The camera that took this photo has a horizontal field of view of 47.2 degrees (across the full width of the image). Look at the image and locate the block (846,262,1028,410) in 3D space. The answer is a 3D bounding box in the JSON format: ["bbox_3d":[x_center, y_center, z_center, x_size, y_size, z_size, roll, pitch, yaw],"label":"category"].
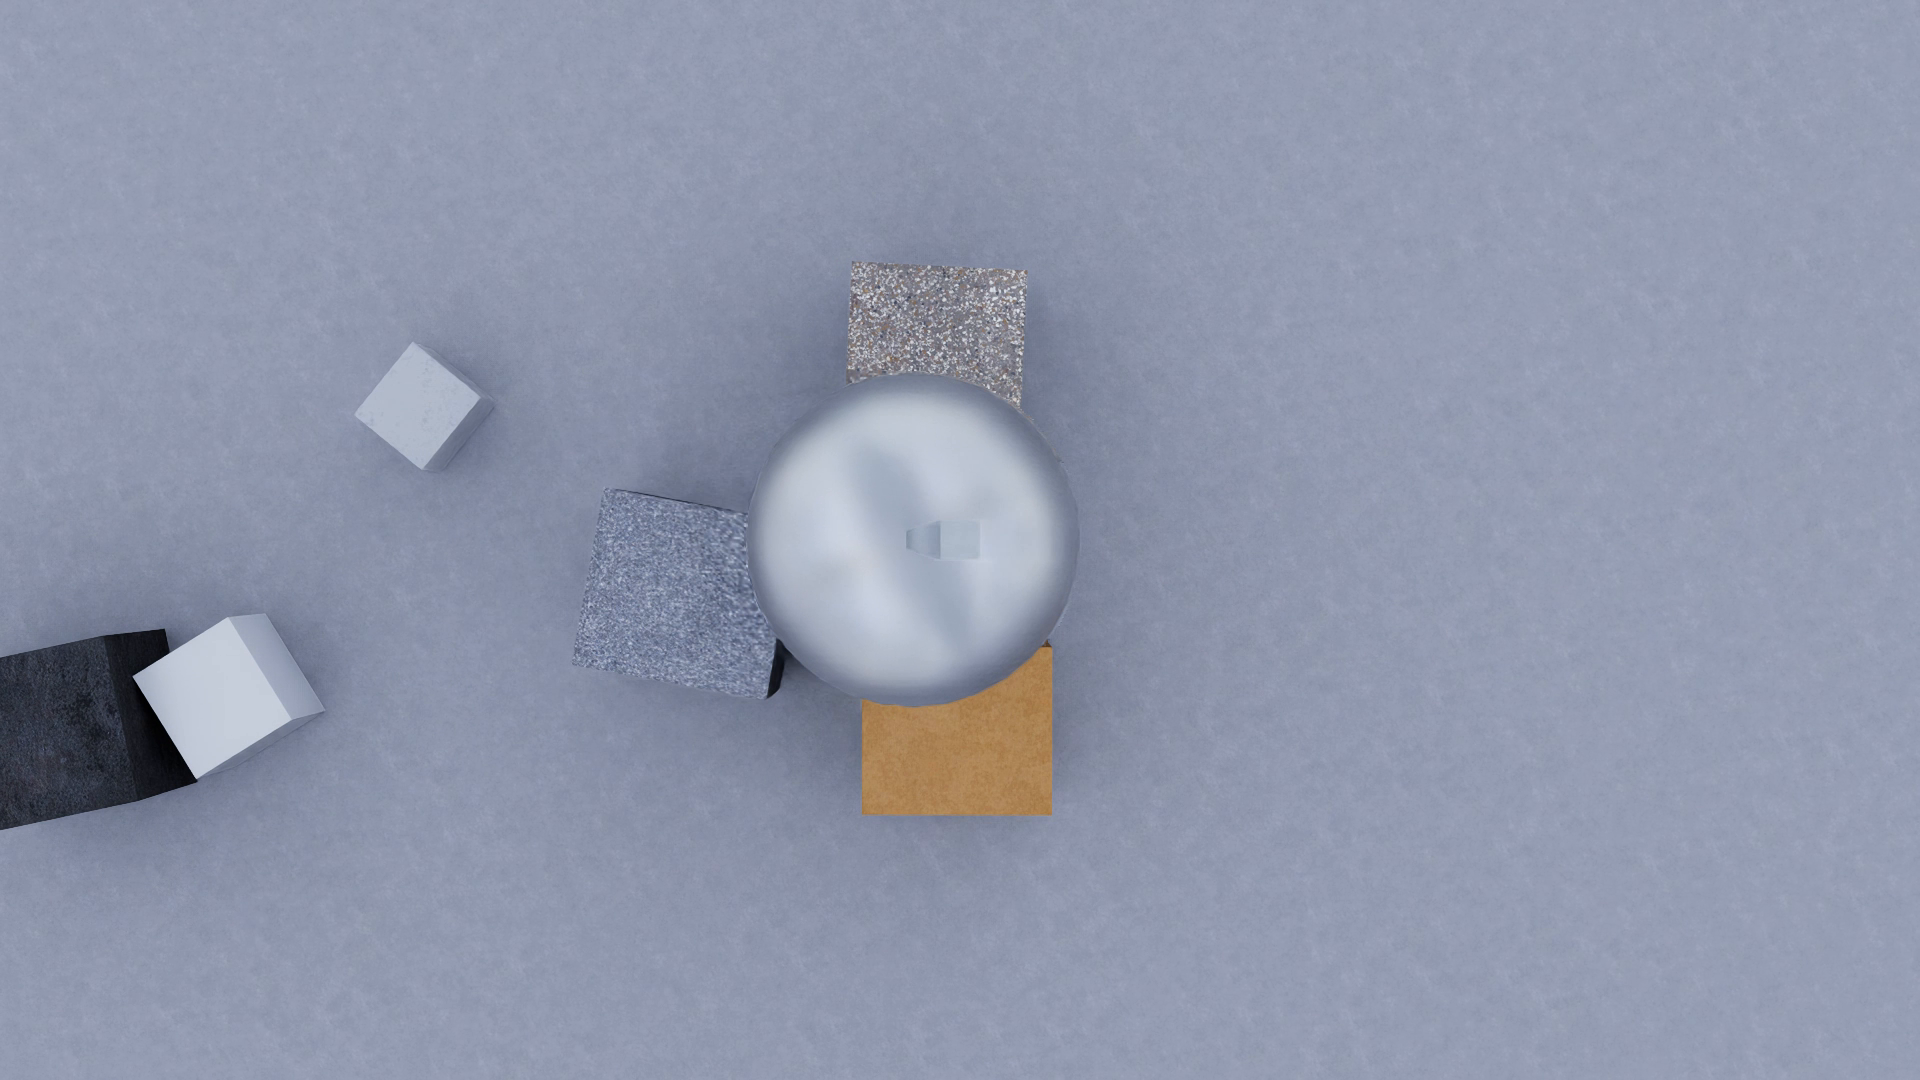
[{"bbox_3d":[-0.139,-0.981,12.558,0.969,0.885,1.060,3,90,0],"label":"block"}]

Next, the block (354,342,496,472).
[{"bbox_3d":[-3.097,-0.765,12.773,0.501,0.454,0.535,39,90,0],"label":"block"}]

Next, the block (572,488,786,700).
[{"bbox_3d":[-1.509,0.295,12.531,1.086,0.938,0.990,10,90,0],"label":"block"}]

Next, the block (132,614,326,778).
[{"bbox_3d":[-4.195,0.887,12.667,0.630,0.665,0.677,-32,90,0],"label":"block"}]

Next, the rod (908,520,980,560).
[{"bbox_3d":[-0.096,0.000,7.119,0.080,5.200,0.080,0,90,-2],"label":"rod"}]

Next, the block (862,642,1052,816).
[{"bbox_3d":[-0.016,1.047,12.521,1.042,0.958,0.919,0,90,0],"label":"block"}]

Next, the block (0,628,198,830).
[{"bbox_3d":[-5.091,1.082,12.530,0.995,0.940,0.928,-12,90,0],"label":"block"}]

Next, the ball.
[{"bbox_3d":[-0.221,0.000,10.517,1.600,1.600,1.600,0,90,0],"label":"ball"}]
